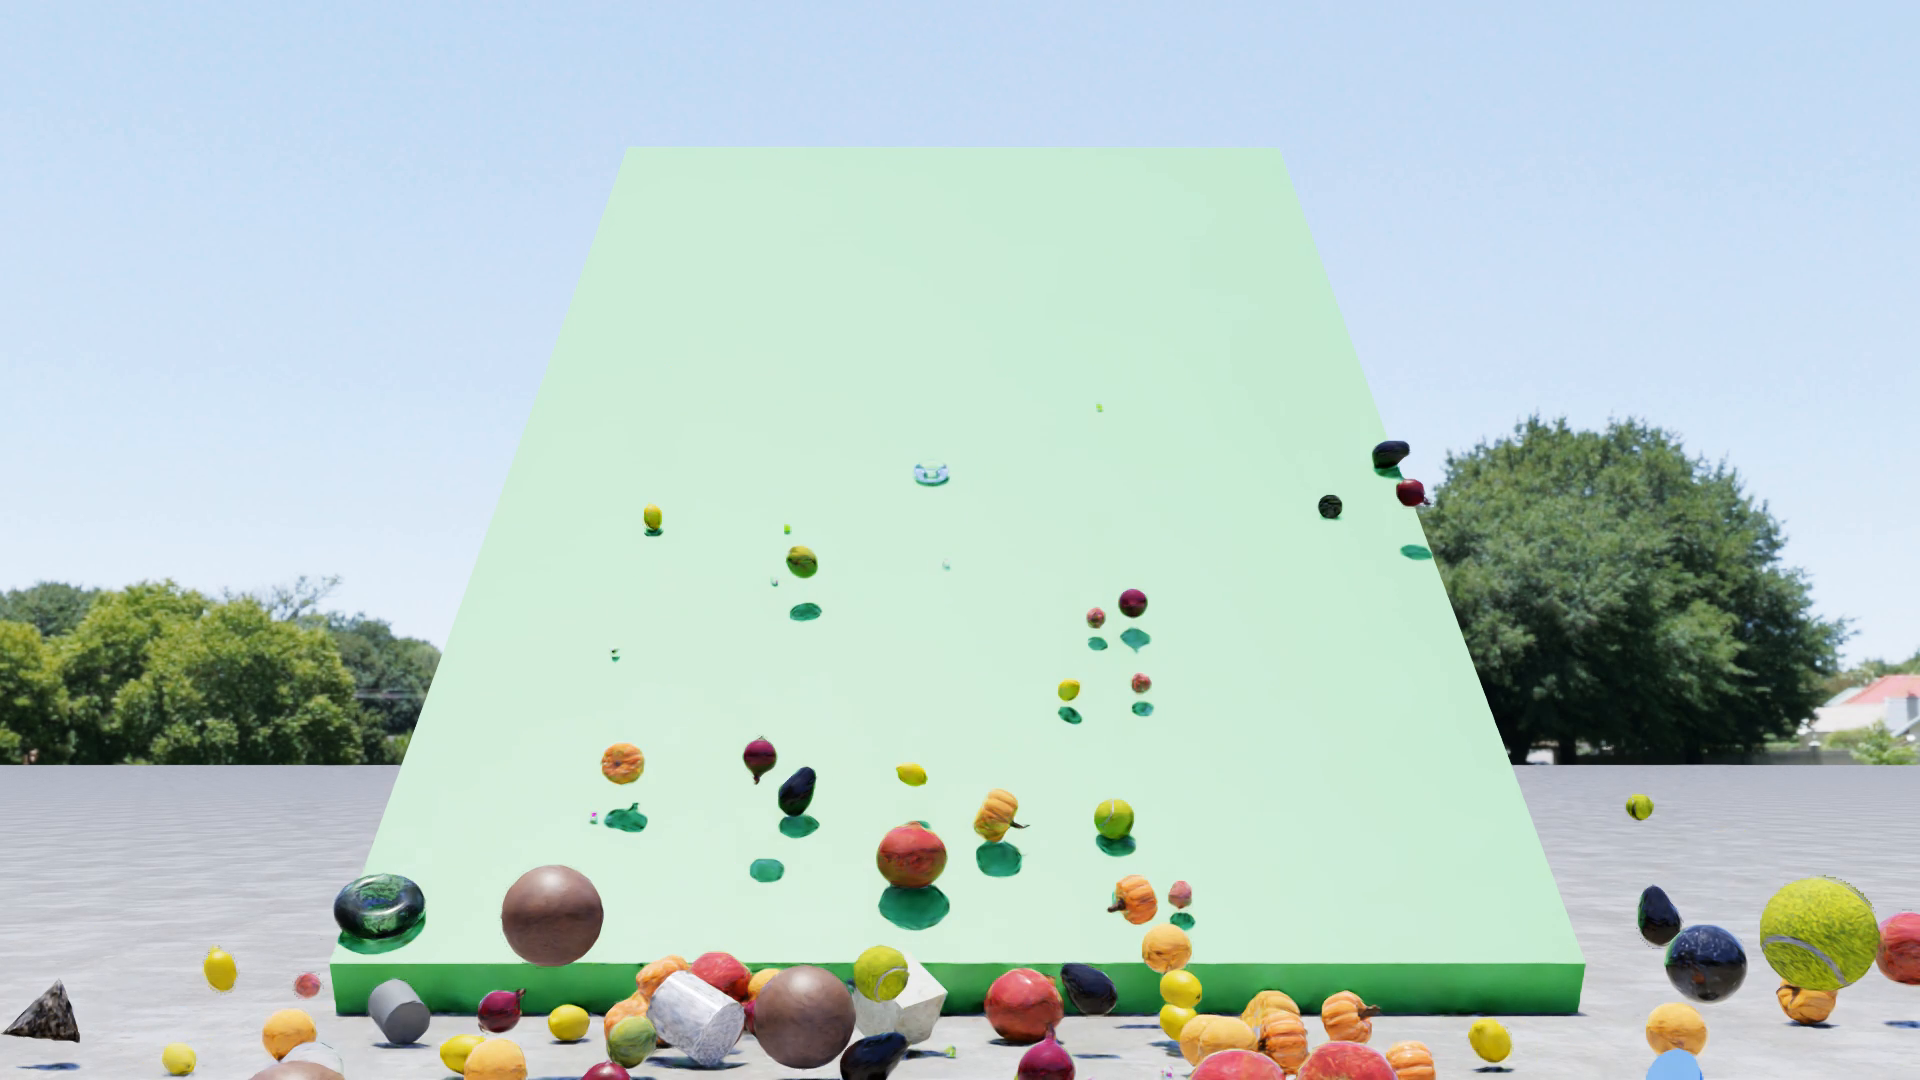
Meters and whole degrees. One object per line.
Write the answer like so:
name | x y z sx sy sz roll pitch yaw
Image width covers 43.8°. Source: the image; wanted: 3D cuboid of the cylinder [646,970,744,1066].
cylinder | -0.355 0.641 3.201 0.094 0.094 0.094 25 8 29

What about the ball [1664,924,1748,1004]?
ball | 0.930 0.529 2.976 0.099 0.099 0.099 0 -5 0

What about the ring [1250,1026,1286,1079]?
ring | 0.380 0.638 2.947 0.026 0.078 0.078 -16 -3 -8

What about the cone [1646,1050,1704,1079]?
cone | 0.855 0.645 2.786 0.077 0.077 0.077 31 -20 -28

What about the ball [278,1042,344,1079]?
ball | -0.765 0.630 2.812 0.075 0.075 0.075 0 -5 0

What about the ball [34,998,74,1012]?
ball | -1.345 0.702 3.536 0.063 0.063 0.063 0 -5 0

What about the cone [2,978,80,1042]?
cone | -1.229 0.641 3.173 0.090 0.090 0.090 -18 3 -27

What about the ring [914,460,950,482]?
ring | -0.064 -0.154 5.325 0.080 0.027 0.080 0 30 0

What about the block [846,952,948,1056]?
block | -0.089 0.646 3.326 0.088 0.088 0.088 -9 39 -44

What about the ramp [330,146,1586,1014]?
ramp | -0.011 -0.222 5.588 2.000 0.100 4.000 0 28 0

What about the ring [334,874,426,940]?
ring | -0.946 0.597 3.888 0.147 0.049 0.147 1 28 -1

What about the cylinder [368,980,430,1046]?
cylinder | -0.803 0.676 3.416 0.069 0.069 0.069 4 16 -35
